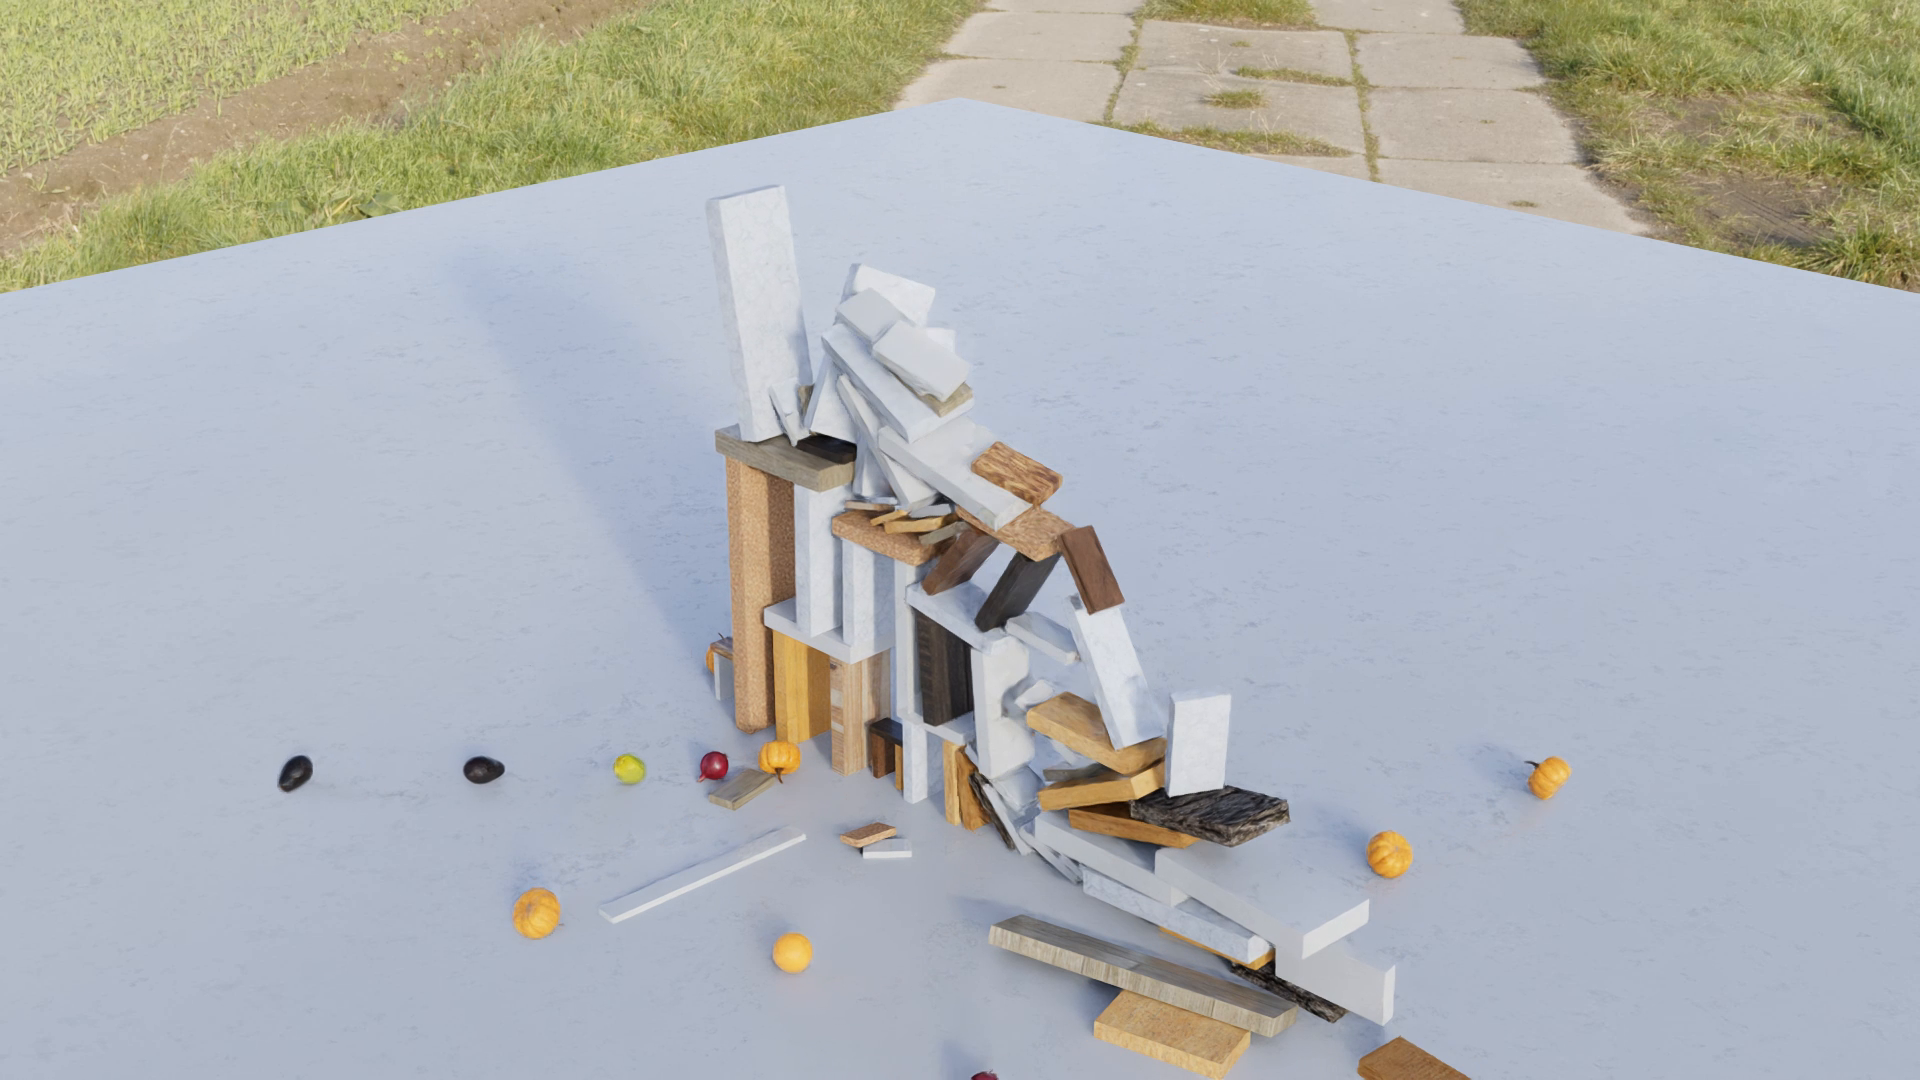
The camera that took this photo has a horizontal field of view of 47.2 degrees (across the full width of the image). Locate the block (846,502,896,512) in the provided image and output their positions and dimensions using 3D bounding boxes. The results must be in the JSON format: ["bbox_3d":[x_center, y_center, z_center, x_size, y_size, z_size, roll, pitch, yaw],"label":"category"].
[{"bbox_3d":[-0.179,-0.067,4.387,0.094,0.013,0.047,6,2,43],"label":"block"}]

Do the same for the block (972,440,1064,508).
[{"bbox_3d":[0.106,-0.122,4.058,0.155,0.022,0.077,29,52,26],"label":"block"}]

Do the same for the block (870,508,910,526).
[{"bbox_3d":[-0.131,-0.049,4.330,0.047,0.013,0.094,-21,3,-40],"label":"block"}]

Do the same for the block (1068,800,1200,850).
[{"bbox_3d":[0.347,0.507,4.058,0.137,0.039,0.274,-21,17,-41],"label":"block"}]

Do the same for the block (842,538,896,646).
[{"bbox_3d":[-0.184,0.088,4.465,0.033,0.235,0.117,22,31,40],"label":"block"}]

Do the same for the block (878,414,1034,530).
[{"bbox_3d":[0.009,-0.148,4.131,0.150,0.043,0.317,-35,54,-29],"label":"block"}]

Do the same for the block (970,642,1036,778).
[{"bbox_3d":[0.084,0.318,4.256,0.119,0.259,0.034,-20,24,-39],"label":"block"}]

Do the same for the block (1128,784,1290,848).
[{"bbox_3d":[0.442,0.481,3.923,0.137,0.039,0.274,-18,15,-32],"label":"block"}]

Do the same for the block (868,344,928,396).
[{"bbox_3d":[-0.090,-0.344,4.150,0.085,0.024,0.169,-34,52,-18],"label":"block"}]

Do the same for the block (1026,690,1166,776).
[{"bbox_3d":[0.253,0.358,4.084,0.237,0.034,0.118,24,29,34],"label":"block"}]

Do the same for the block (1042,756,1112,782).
[{"bbox_3d":[0.231,0.434,4.191,0.081,0.023,0.161,-20,2,-27],"label":"block"}]

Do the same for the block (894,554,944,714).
[{"bbox_3d":[-0.073,0.175,4.382,0.117,0.330,0.033,-21,31,-40],"label":"block"}]

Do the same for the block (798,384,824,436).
[{"bbox_3d":[-0.291,-0.264,4.461,0.052,0.104,0.015,-11,-8,-36],"label":"block"}]

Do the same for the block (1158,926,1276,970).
[{"bbox_3d":[0.481,0.707,3.984,0.220,0.031,0.110,16,28,42],"label":"block"}]

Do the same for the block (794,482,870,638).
[{"bbox_3d":[-0.259,0.021,4.503,0.164,0.328,0.047,-21,32,-40],"label":"block"}]

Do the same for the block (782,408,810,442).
[{"bbox_3d":[-0.310,-0.242,4.462,0.104,0.052,0.015,-31,3,-39],"label":"block"}]

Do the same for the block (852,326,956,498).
[{"bbox_3d":[-0.111,-0.256,4.387,0.171,0.342,0.048,3,5,-24],"label":"block"}]

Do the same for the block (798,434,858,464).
[{"bbox_3d":[-0.258,-0.184,4.421,0.131,0.019,0.066,20,30,39],"label":"block"}]

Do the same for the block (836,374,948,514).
[{"bbox_3d":[-0.103,-0.210,4.255,0.150,0.043,0.301,-22,70,-21],"label":"block"}]

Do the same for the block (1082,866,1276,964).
[{"bbox_3d":[0.428,0.653,4.021,0.173,0.049,0.392,-21,26,-40],"label":"block"}]

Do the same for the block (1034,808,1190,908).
[{"bbox_3d":[0.323,0.568,4.104,0.173,0.049,0.347,-20,28,-39],"label":"block"}]

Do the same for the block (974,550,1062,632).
[{"bbox_3d":[0.112,0.083,4.129,0.108,0.215,0.030,-21,63,-40],"label":"block"}]

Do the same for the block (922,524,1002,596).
[{"bbox_3d":[0.018,0.025,4.212,0.108,0.215,0.030,-21,70,-40],"label":"block"}]

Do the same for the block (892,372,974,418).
[{"bbox_3d":[-0.054,-0.299,4.141,0.077,0.022,0.155,-35,55,-18],"label":"block"}]

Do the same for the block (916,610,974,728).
[{"bbox_3d":[-0.024,0.238,4.349,0.119,0.238,0.034,-21,26,-40],"label":"block"}]

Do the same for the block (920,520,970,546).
[{"bbox_3d":[-0.004,-0.023,4.216,0.075,0.021,0.149,-21,1,-40],"label":"block"}]

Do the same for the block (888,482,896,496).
[{"bbox_3d":[-0.119,-0.110,4.315,0.015,0.051,0.103,-13,8,-17],"label":"block"}]

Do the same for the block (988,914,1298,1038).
[{"bbox_3d":[0.318,0.763,3.874,0.550,0.034,0.118,13,7,28],"label":"block"}]

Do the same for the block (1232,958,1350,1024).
[{"bbox_3d":[0.603,0.775,3.895,0.220,0.031,0.110,21,31,40],"label":"block"}]

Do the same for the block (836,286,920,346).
[{"bbox_3d":[-0.158,-0.418,4.199,0.085,0.024,0.169,-32,47,-16],"label":"block"}]

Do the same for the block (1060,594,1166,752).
[{"bbox_3d":[0.281,0.234,4.037,0.103,0.292,0.029,-13,-12,-37],"label":"block"}]

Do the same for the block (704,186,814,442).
[{"bbox_3d":[-0.400,-0.459,4.465,0.048,0.492,0.171,9,22,45],"label":"block"}]

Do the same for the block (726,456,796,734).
[{"bbox_3d":[-0.412,0.101,4.708,0.047,0.636,0.164,22,31,40],"label":"block"}]

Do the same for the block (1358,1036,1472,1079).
[{"bbox_3d":[0.767,0.895,3.615,0.103,0.029,0.206,-18,29,-36],"label":"block"}]

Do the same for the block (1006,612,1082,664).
[{"bbox_3d":[0.170,0.183,4.113,0.081,0.023,0.161,-12,30,-43],"label":"block"}]

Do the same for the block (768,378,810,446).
[{"bbox_3d":[-0.337,-0.261,4.473,0.066,0.131,0.019,-22,-2,-42],"label":"block"}]

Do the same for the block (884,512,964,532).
[{"bbox_3d":[-0.072,-0.037,4.284,0.075,0.021,0.149,-21,12,-40],"label":"block"}]

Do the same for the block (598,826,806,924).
[{"bbox_3d":[-0.491,0.641,4.234,0.454,0.013,0.047,-19,30,-38],"label":"block"}]
